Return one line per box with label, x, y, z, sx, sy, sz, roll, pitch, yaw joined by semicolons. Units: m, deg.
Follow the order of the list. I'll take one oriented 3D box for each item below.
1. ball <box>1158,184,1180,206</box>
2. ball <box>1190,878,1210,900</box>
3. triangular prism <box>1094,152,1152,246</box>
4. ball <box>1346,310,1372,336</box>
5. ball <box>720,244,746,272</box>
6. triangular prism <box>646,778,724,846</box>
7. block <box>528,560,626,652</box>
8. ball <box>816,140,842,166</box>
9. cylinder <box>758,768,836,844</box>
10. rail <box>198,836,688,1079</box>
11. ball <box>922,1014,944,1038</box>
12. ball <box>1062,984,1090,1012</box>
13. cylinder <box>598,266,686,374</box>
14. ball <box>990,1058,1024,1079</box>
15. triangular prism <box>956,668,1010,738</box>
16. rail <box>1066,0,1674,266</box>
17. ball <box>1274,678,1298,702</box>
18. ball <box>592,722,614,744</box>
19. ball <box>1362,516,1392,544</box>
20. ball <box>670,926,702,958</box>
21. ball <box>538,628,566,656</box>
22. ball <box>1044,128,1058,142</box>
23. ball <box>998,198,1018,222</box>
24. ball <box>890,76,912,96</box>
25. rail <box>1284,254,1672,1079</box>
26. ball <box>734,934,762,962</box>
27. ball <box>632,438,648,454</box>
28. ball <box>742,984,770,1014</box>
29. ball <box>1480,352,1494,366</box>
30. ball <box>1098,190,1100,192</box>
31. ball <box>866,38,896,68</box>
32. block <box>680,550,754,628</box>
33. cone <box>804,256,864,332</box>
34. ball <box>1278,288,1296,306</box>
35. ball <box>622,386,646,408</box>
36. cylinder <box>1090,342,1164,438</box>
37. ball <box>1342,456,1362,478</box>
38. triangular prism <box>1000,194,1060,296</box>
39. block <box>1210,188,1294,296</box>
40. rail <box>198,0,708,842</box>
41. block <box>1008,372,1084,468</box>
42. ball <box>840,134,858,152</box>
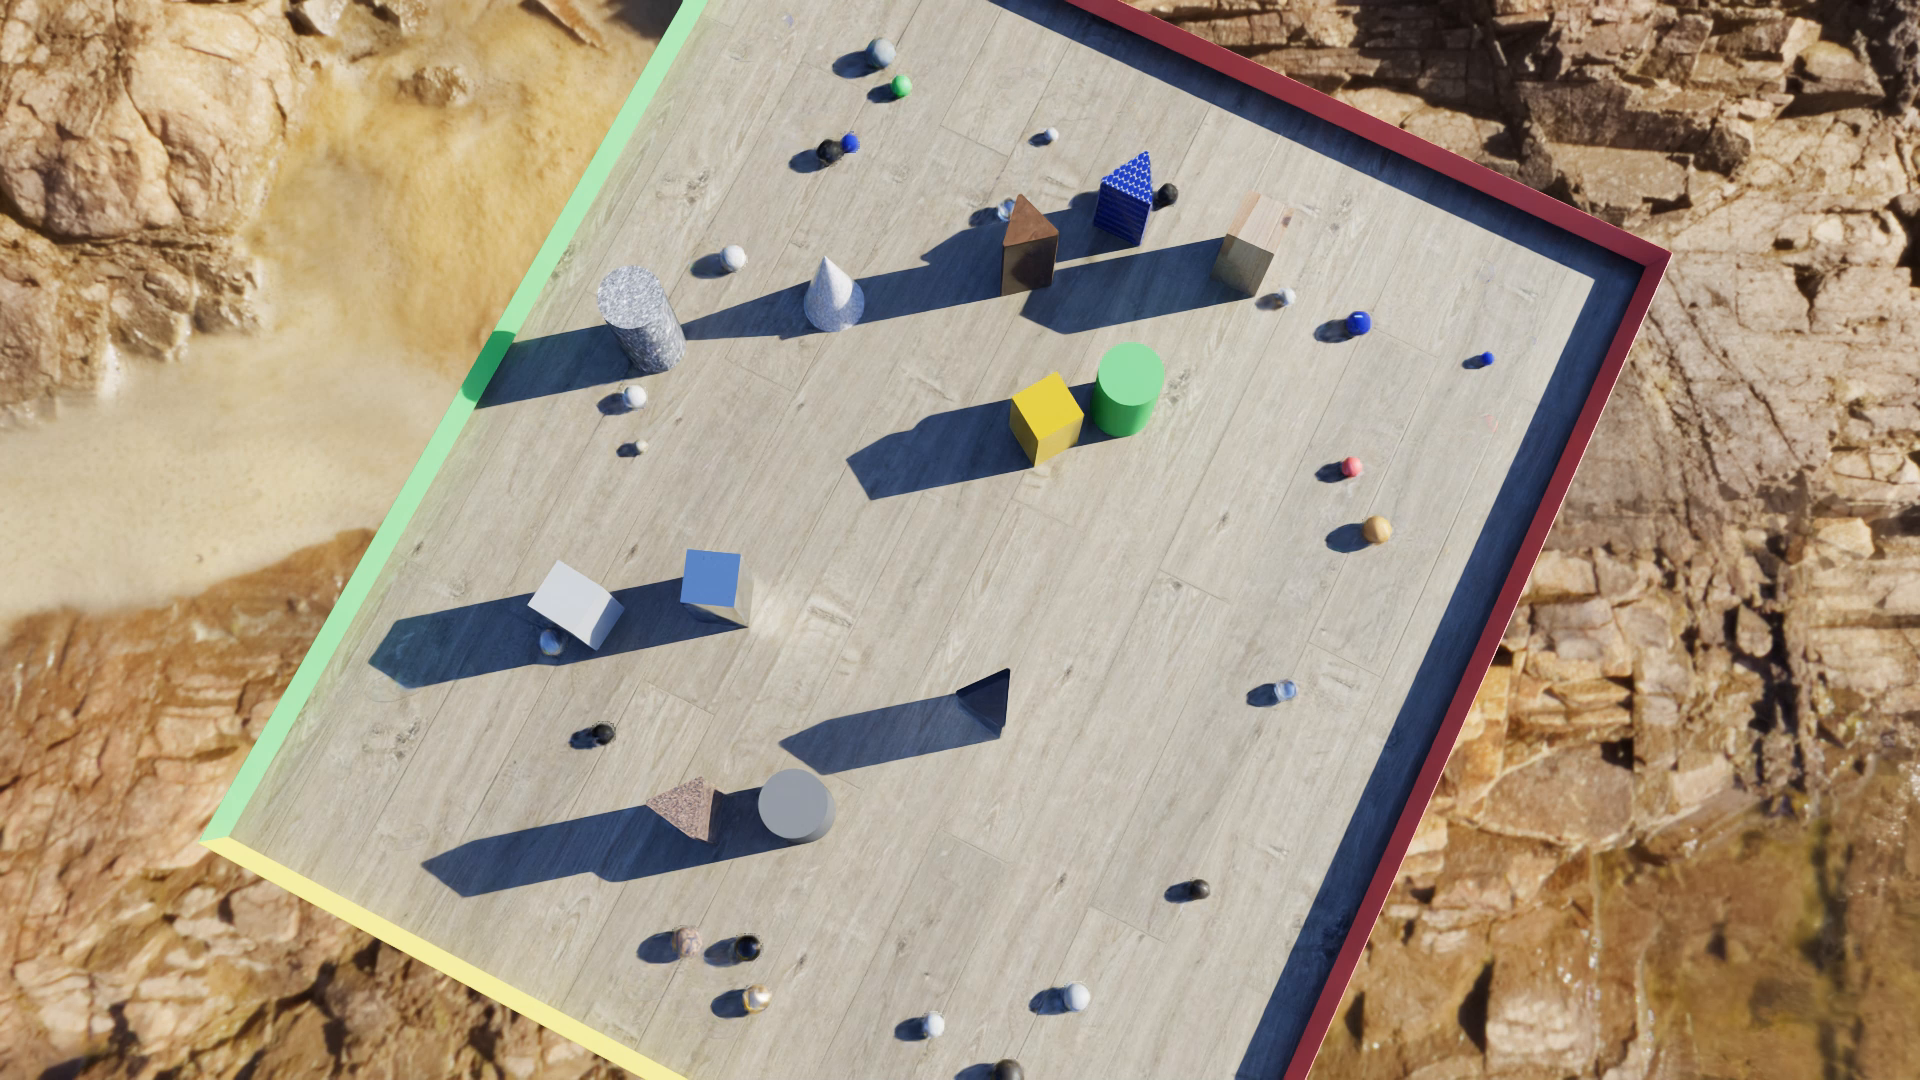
ball;0.661;-1.095;5.809;0.068;0.068;0.068;0;78;0
ball;0.704;1.025;5.373;0.061;0.061;0.061;0;78;0
triangular prism;0.530;-1.067;5.659;0.168;0.349;0.145;26;80;5
ball;1.244;-0.676;5.716;0.080;0.080;0.080;0;78;0
ball;-0.715;-0.887;5.758;0.083;0.083;0.083;0;78;0
triangular prism;-0.746;0.752;5.222;0.168;0.468;0.145;35;80;7
block;-1.124;0.196;5.394;0.155;0.357;0.155;31;80;6
ball;-0.416;-1.233;5.831;0.079;0.079;0.079;0;78;0
cylinder;-0.465;0.770;5.279;0.194;0.349;0.194;0;78;0
rail;-0.792;1.557;5.229;3.144;0.126;0.045;26;80;5
ball;-0.077;1.403;5.292;0.067;0.067;0.067;0;78;0
ball;0.336;1.324;5.302;0.080;0.080;0.080;0;78;0
cylinder;-0.955;-0.659;5.525;0.194;0.446;0.194;0;78;0
ball;0.137;1.537;5.249;0.097;0.097;0.097;0;78;0
triangular prism;0.098;0.456;5.350;0.168;0.338;0.145;35;80;7
rail;0.792;-1.544;5.871;3.144;0.126;0.045;26;80;5
ball;0.978;0.450;5.488;0.069;0.069;0.069;0;78;0
ball;-1.063;0.578;5.464;0.065;0.065;0.065;0;78;0
ball;1.269;-0.029;5.578;0.088;0.088;0.088;0;78;0
ball;-0.795;1.171;5.328;0.090;0.090;0.090;0;78;0
ball;-1.227;0.307;5.505;0.085;0.085;0.085;0;78;0
ball;0.292;-1.296;5.862;0.044;0.044;0.044;0;78;0
ball;0.156;-1.043;5.793;0.076;0.076;0.076;0;78;0
ball;-0.188;-1.457;5.884;0.067;0.067;0.067;0;78;0
rail;1.385;0.685;5.410;0.045;0.126;3.589;26;80;5
ball;-0.617;1.188;5.330;0.080;0.080;0.080;0;78;0
ball;-0.987;-0.289;5.652;0.047;0.047;0.047;0;78;0
ball;-0.589;1.329;5.300;0.081;0.081;0.081;0;78;0
ball;1.642;-0.564;5.711;0.044;0.044;0.044;0;78;0
ball;0.476;-1.097;5.801;0.074;0.074;0.074;0;78;0
ball;-0.254;-1.564;5.892;0.094;0.094;0.094;0;78;0
block;-0.711;0.145;5.400;0.155;0.365;0.155;6;78;1
cone;-0.397;-0.790;5.564;0.194;0.422;0.194;0;78;0
ball;1.023;-0.762;5.745;0.057;0.057;0.057;0;78;0
ball;-1.008;-0.443;5.671;0.072;0.072;0.072;0;78;0
cylinder;0.501;-0.450;5.527;0.194;0.357;0.194;0;78;0
ball;1.204;-0.224;5.631;0.063;0.063;0.063;0;78;0
triangular prism;0.192;-0.902;5.579;0.168;0.440;0.145;-13;79;-3
block;0.891;-0.904;5.608;0.155;0.383;0.155;25;79;5
rail;-1.385;-0.671;5.690;0.045;0.126;3.589;26;80;5
block;0.257;-0.360;5.527;0.155;0.322;0.155;-30;80;-6
ball;-0.352;-1.267;5.849;0.058;0.058;0.058;0;78;0
